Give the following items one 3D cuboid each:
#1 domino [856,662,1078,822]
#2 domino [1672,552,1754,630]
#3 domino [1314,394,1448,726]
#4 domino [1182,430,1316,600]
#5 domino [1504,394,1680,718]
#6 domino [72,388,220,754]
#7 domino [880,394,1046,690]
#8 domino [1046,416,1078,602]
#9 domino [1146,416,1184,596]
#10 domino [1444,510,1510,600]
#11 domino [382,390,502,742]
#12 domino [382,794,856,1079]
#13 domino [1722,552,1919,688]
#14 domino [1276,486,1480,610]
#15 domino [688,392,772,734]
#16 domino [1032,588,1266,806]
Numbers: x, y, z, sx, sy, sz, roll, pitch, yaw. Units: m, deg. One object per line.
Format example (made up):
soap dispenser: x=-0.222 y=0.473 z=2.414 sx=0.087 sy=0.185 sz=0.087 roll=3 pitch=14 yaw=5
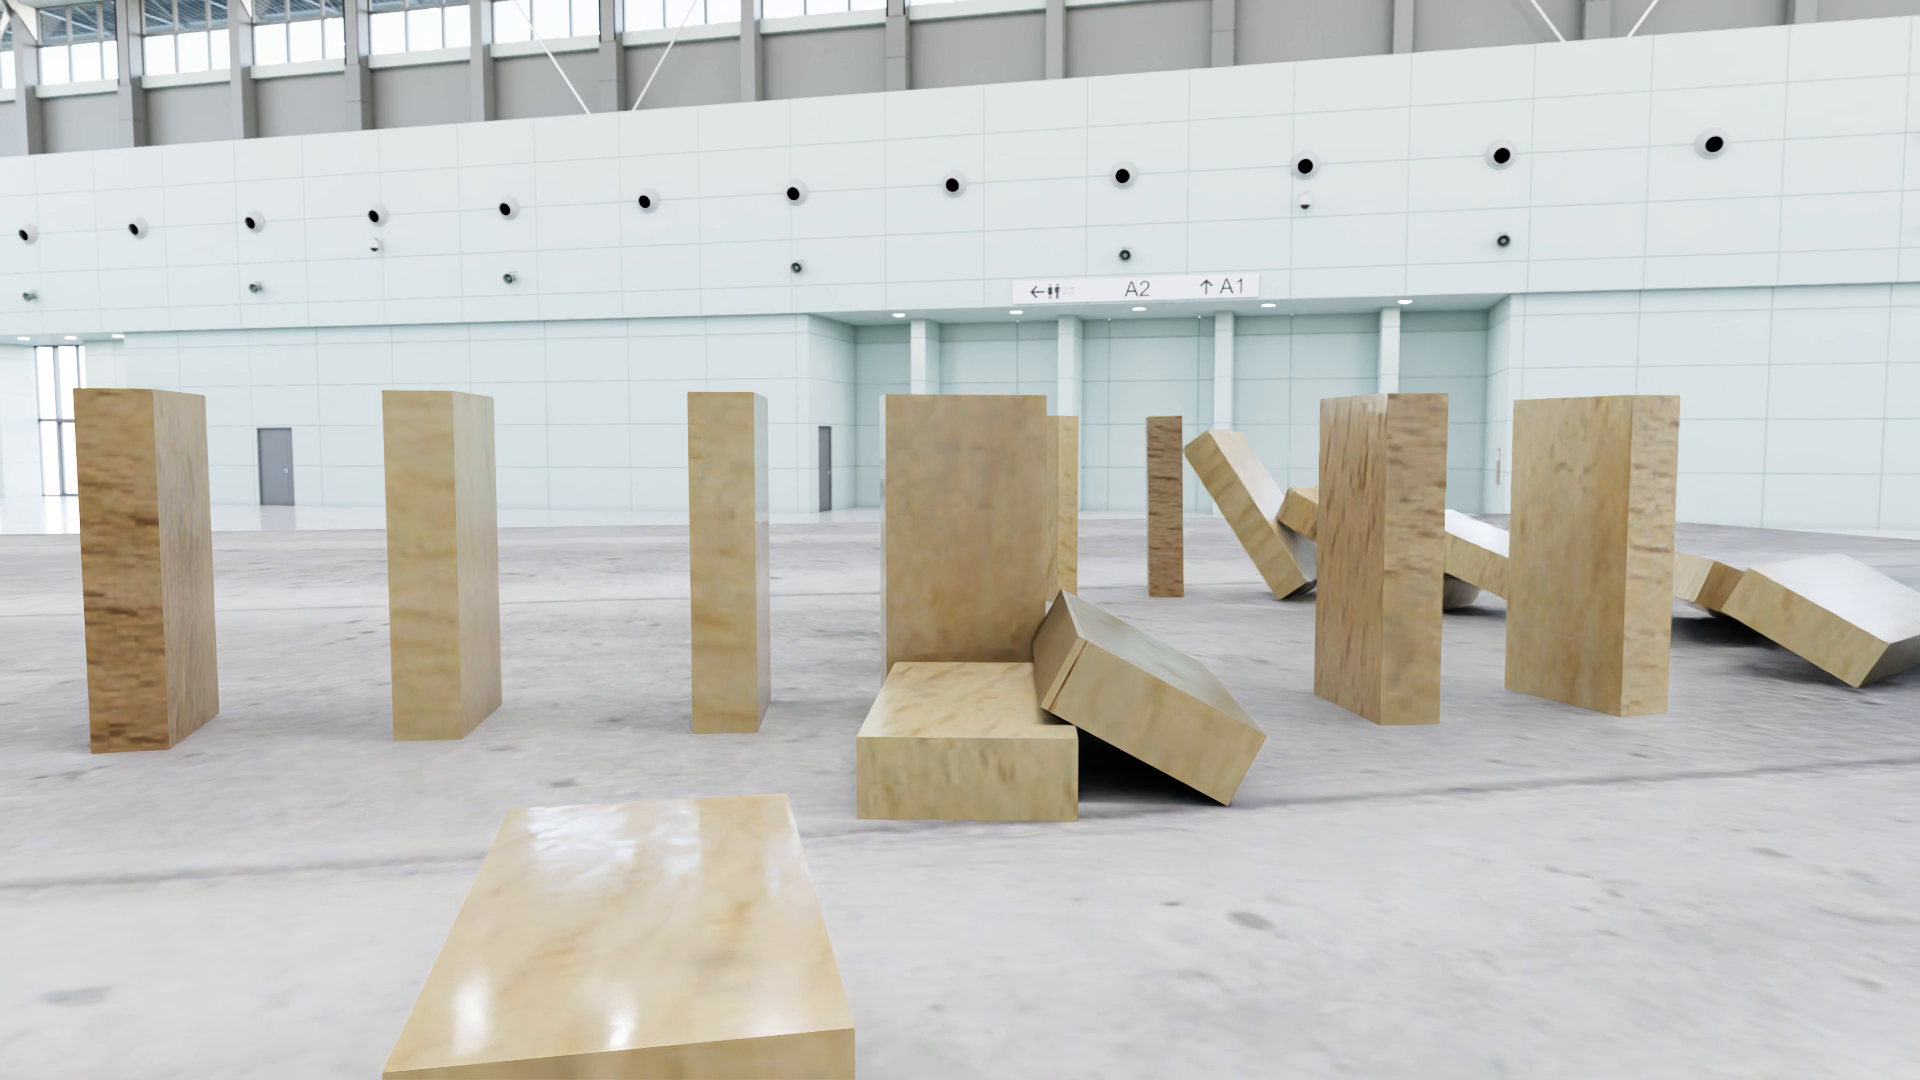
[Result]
domino: x=0.002 y=0.025 z=0.170 sx=0.025 sy=0.010 sz=0.050 roll=0 pitch=4 yaw=2
domino: x=0.171 y=0.012 z=0.291 sx=0.025 sy=0.009 sz=0.050 roll=23 pitch=8 yaw=8
domino: x=0.067 y=0.002 z=0.205 sx=0.009 sy=0.050 sz=0.025 roll=-1 pitch=4 yaw=-7
domino: x=0.084 y=-0.008 z=0.362 sx=0.009 sy=0.050 sz=0.025 roll=-39 pitch=-17 yaw=29
domino: x=0.103 y=0.002 z=0.211 sx=0.009 sy=0.050 sz=0.025 roll=-1 pitch=5 yaw=-19
domino: x=-0.118 y=0.003 z=0.188 sx=0.009 sy=0.050 sz=0.025 roll=-1 pitch=4 yaw=-16
domino: x=0.000 y=0.002 z=0.203 sx=0.025 sy=0.050 sz=0.009 roll=-1 pitch=4 yaw=-9
domino: x=0.019 y=-0.009 z=0.354 sx=0.025 sy=0.050 sz=0.009 roll=3 pitch=5 yaw=38
domino: x=0.058 y=-0.010 z=0.367 sx=0.009 sy=0.050 sz=0.025 roll=-1 pitch=4 yaw=7
domino: x=0.136 y=0.006 z=0.319 sx=0.025 sy=0.009 sz=0.050 roll=-3 pitch=24 yaw=-40
domino: x=-0.078 y=0.003 z=0.195 sx=0.009 sy=0.050 sz=0.025 roll=-1 pitch=4 yaw=-7
domino: x=-0.023 y=0.031 z=0.095 sx=0.025 sy=0.010 sz=0.050 roll=-1 pitch=4 yaw=-12
domino: x=0.170 y=0.014 z=0.245 sx=0.050 sy=0.010 sz=0.025 roll=-4 pitch=33 yaw=-39
domino: x=0.113 y=0.001 z=0.345 sx=0.025 sy=0.009 sz=0.050 roll=-4 pitch=32 yaw=-44
domino: x=-0.035 y=0.003 z=0.200 sx=0.010 sy=0.050 sz=0.025 roll=0 pitch=4 yaw=-4
domino: x=0.024 y=0.019 z=0.175 sx=0.025 sy=0.009 sz=0.050 roll=28 pitch=5 yaw=0
